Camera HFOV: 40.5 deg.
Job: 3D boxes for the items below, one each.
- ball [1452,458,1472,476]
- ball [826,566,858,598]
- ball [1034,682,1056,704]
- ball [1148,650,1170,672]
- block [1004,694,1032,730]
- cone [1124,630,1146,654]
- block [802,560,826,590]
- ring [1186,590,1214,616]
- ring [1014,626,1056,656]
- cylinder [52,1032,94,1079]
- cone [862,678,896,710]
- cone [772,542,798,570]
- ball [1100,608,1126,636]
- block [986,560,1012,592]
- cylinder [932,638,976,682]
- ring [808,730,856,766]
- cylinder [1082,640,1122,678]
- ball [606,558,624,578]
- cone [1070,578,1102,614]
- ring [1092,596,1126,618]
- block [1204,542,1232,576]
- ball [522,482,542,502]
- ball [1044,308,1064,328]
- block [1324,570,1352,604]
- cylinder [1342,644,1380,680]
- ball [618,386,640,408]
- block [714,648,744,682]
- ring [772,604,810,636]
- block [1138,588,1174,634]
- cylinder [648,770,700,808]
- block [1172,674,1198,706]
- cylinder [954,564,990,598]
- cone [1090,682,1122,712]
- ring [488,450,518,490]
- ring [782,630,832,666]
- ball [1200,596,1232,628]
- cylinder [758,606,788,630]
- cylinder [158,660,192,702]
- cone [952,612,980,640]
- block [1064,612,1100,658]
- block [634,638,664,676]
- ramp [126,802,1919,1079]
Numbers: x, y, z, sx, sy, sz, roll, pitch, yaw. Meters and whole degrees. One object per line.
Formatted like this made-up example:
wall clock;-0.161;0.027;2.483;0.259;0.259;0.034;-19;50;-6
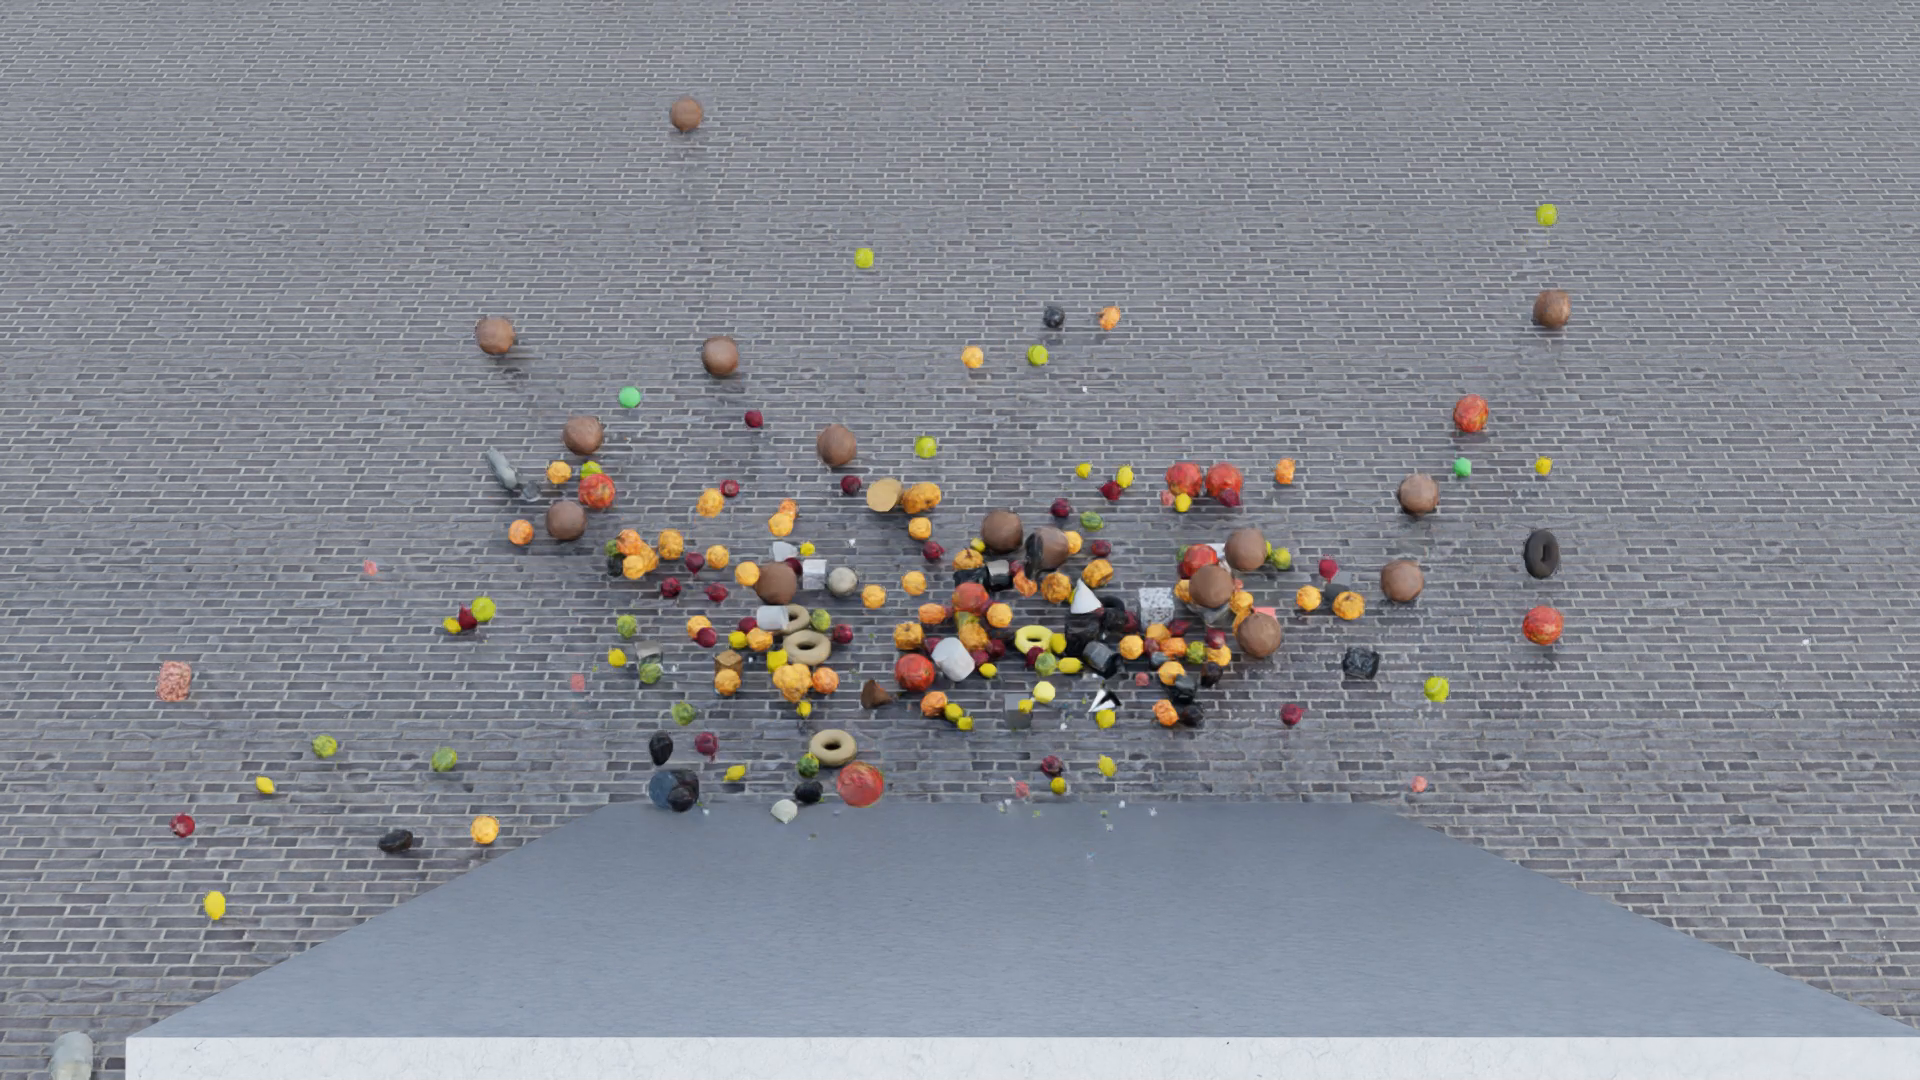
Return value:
ball;1.592;-0.230;8.237;0.058;0.058;0.058;0;36;0
ball;-0.350;0.125;7.717;0.091;0.091;0.091;0;36;0
ball;0.235;0.425;7.260;0.061;0.061;0.061;0;36;0
ball;0.571;0.348;7.430;0.063;0.063;0.063;0;36;0
block;0.159;0.478;7.244;0.070;0.070;0.070;-3;36;-5
cone;0.509;0.287;7.514;0.062;0.062;0.062;1;36;-1
block;-0.435;0.104;7.767;0.065;0.065;0.065;2;36;3
ring;0.715;0.186;7.676;0.093;0.031;0.093;2;45;-2
ring;0.215;0.292;7.528;0.123;0.041;0.123;1;36;-1
cylinder;-2.108;1.234;6.177;0.090;0.090;0.090;-7;36;-10
cone;-0.218;0.443;7.318;0.089;0.089;0.089;16;29;-26
cone;-0.542;0.060;7.853;0.082;0.082;0.082;13;64;17
ball;0.446;0.237;7.537;0.077;0.077;0.077;0;36;0
block;0.116;0.107;7.764;0.065;0.065;0.065;-8;37;-11
cylinder;-0.019;0.340;7.389;0.091;0.091;0.091;-25;33;18
ring;-0.350;0.571;7.137;0.135;0.045;0.135;0;36;0
cylinder;0.405;0.340;7.423;0.084;0.084;0.084;-28;44;-33
ball;-1.035;0.083;7.804;0.056;0.056;0.056;0;36;0
cone;0.353;0.151;7.500;0.094;0.094;0.094;-13;17;4
ring;0.437;0.202;7.659;0.100;0.033;0.100;-1;36;1
block;0.777;0.059;7.823;0.072;0.072;0.072;-3;34;-4
ball;-1.339;-0.150;8.122;0.062;0.062;0.062;0;36;0
ball;0.324;-0.766;8.971;0.072;0.072;0.072;0;36;0
block;1.122;0.139;7.716;0.069;0.069;0.069;7;36;10
cylinder;1.144;0.349;7.412;0.082;0.082;0.082;17;39;23
ball;-1.089;-0.469;8.559;0.072;0.072;0.072;0;36;0
block;-0.660;0.358;7.420;0.058;0.058;0.058;30;45;35
ring;-0.501;0.233;7.608;0.128;0.043;0.128;-1;36;1
block;0.571;0.206;7.601;0.094;0.094;0.094;-1;36;-2
cylinder;-0.732;0.638;6.661;0.094;0.094;0.094;21;7;26
block;0.634;0.423;7.326;0.059;0.059;0.059;8;34;9
cylinder;0.033;0.124;7.727;0.081;0.081;0.081;-21;40;-14
cone;0.395;0.457;7.295;0.087;0.087;0.087;-39;43;-1
ring;-1.435;-0.218;8.159;0.047;0.140;0.140;-31;43;-12
ring;-0.442;0.312;7.494;0.145;0.048;0.145;0;34;0
ball;0.746;0.212;7.593;0.094;0.094;0.094;0;36;0
cylinder;-0.537;0.224;7.446;0.070;0.070;0.070;-2;35;14
cylinder;-2.218;0.399;7.341;0.083;0.083;0.083;-4;37;-5
cone;0.009;0.261;7.574;0.080;0.080;0.080;9;63;12
block;0.351;0.275;7.506;0.092;0.092;0.092;-2;36;-2
block;-0.892;0.335;7.444;0.069;0.069;0.069;-11;37;-15
ramp;0.079;0.672;4.867;2.000;0.100;4.000;0;-2;0
